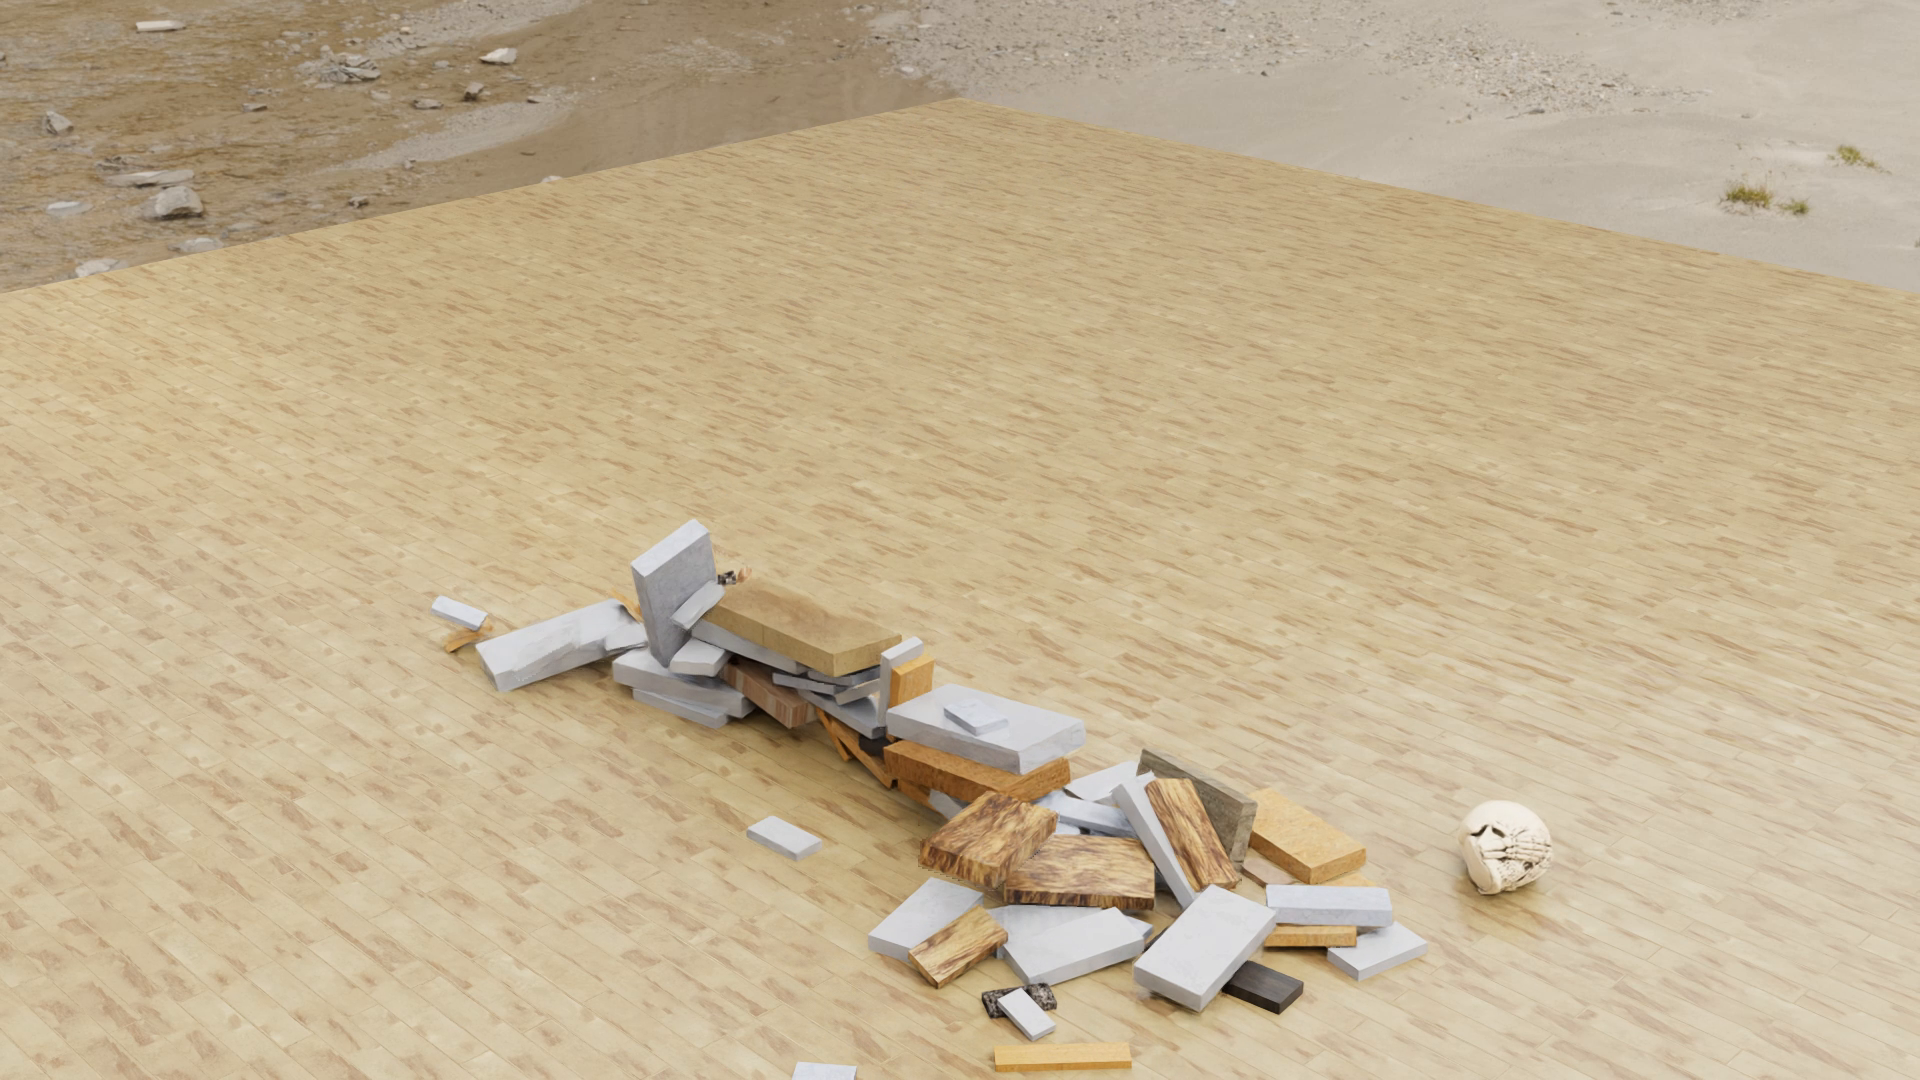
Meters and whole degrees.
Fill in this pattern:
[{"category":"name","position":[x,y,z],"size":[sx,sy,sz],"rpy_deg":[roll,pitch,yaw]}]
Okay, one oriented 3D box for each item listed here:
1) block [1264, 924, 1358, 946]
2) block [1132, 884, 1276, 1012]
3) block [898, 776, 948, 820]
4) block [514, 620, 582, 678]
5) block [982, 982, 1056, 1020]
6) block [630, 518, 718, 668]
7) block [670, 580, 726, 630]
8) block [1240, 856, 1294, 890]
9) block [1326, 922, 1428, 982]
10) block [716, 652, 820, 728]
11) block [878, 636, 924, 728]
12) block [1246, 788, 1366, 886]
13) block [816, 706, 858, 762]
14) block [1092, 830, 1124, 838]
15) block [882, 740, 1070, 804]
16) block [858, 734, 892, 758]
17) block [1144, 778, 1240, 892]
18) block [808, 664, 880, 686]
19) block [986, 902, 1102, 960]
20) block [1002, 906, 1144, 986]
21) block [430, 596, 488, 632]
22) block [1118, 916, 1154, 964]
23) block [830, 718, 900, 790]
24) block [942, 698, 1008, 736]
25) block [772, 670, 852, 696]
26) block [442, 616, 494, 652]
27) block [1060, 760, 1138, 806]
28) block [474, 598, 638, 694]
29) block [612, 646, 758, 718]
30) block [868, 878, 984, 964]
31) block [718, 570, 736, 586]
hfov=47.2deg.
[{"category":"block","position":[0.639,0.713,4.010],"size":[0.166,0.023,0.083],"rpy_deg":[-2,12,9]},{"category":"block","position":[0.437,0.722,3.908],"size":[0.135,0.038,0.271],"rpy_deg":[20,36,30]},{"category":"block","position":[-0.028,0.520,4.499],"size":[0.098,0.028,0.196],"rpy_deg":[-18,29,-37]},{"category":"block","position":[-0.921,0.244,4.911],"size":[0.159,0.023,0.080],"rpy_deg":[-27,32,17]},{"category":"block","position":[0.103,0.805,3.842],"size":[0.120,0.017,0.060],"rpy_deg":[-6,24,-13]},{"category":"block","position":[-0.612,0.119,4.790],"size":[0.174,0.348,0.049],"rpy_deg":[-37,61,-24]},{"category":"block","position":[-0.563,0.139,4.726],"size":[0.121,0.017,0.060],"rpy_deg":[-45,36,-20]},{"category":"block","position":[0.588,0.645,4.222],"size":[0.052,0.015,0.104],"rpy_deg":[-15,27,-31]},{"category":"block","position":[0.755,0.743,3.978],"size":[0.166,0.024,0.083],"rpy_deg":[-14,27,-30]},{"category":"block","position":[-0.406,0.293,4.821],"size":[0.174,0.049,0.347],"rpy_deg":[-15,33,-38]},{"category":"block","position":[-0.122,0.290,4.483],"size":[0.091,0.182,0.026],"rpy_deg":[-26,46,-34]},{"category":"block","position":[0.649,0.582,4.337],"size":[0.142,0.040,0.284],"rpy_deg":[-15,27,-31]},{"category":"block","position":[-0.246,0.401,4.683],"size":[0.068,0.019,0.137],"rpy_deg":[-18,69,-37]},{"category":"block","position":[0.305,0.577,4.254],"size":[0.065,0.018,0.131],"rpy_deg":[33,10,17]},{"category":"block","position":[0.030,0.440,4.297],"size":[0.177,0.050,0.355],"rpy_deg":[-20,21,-36]},{"category":"block","position":[-0.106,0.424,4.529],"size":[0.098,0.028,0.196],"rpy_deg":[-22,24,-40]},{"category":"block","position":[0.437,0.555,4.150],"size":[0.112,0.032,0.223],"rpy_deg":[5,52,-48]},{"category":"block","position":[-0.238,0.275,4.598],"size":[0.084,0.024,0.167],"rpy_deg":[-16,12,-35]},{"category":"block","position":[0.151,0.707,4.054],"size":[0.227,0.032,0.113],"rpy_deg":[-9,25,-20]},{"category":"block","position":[0.205,0.735,3.955],"size":[0.227,0.032,0.113],"rpy_deg":[-15,27,-18]},{"category":"block","position":[-1.165,0.170,5.111],"size":[0.118,0.017,0.059],"rpy_deg":[22,30,-2]},{"category":"block","position":[0.297,0.729,4.021],"size":[0.060,0.017,0.120],"rpy_deg":[16,28,32]},{"category":"block","position":[-0.172,0.433,4.610],"size":[0.098,0.028,0.196],"rpy_deg":[-21,52,-40]},{"category":"block","position":[0.030,0.347,4.308],"size":[0.071,0.020,0.142],"rpy_deg":[-15,18,-23]},{"category":"block","position":[-0.307,0.293,4.678],"size":[0.167,0.024,0.084],"rpy_deg":[8,20,36]},{"category":"block","position":[-1.155,0.221,5.164],"size":[0.118,0.017,0.059],"rpy_deg":[-26,24,-13]},{"category":"block","position":[0.309,0.508,4.529],"size":[0.184,0.026,0.092],"rpy_deg":[-15,27,-31]},{"category":"block","position":[-0.923,0.240,5.065],"size":[0.347,0.049,0.174],"rpy_deg":[-19,28,-20]},{"category":"block","position":[-0.583,0.301,4.915],"size":[0.347,0.049,0.174],"rpy_deg":[13,26,26]},{"category":"block","position":[-0.061,0.703,4.062],"size":[0.113,0.032,0.227],"rpy_deg":[13,26,27]},{"category":"block","position":[-0.637,0.137,5.291],"size":[0.196,0.028,0.098],"rpy_deg":[-22,16,13]}]
